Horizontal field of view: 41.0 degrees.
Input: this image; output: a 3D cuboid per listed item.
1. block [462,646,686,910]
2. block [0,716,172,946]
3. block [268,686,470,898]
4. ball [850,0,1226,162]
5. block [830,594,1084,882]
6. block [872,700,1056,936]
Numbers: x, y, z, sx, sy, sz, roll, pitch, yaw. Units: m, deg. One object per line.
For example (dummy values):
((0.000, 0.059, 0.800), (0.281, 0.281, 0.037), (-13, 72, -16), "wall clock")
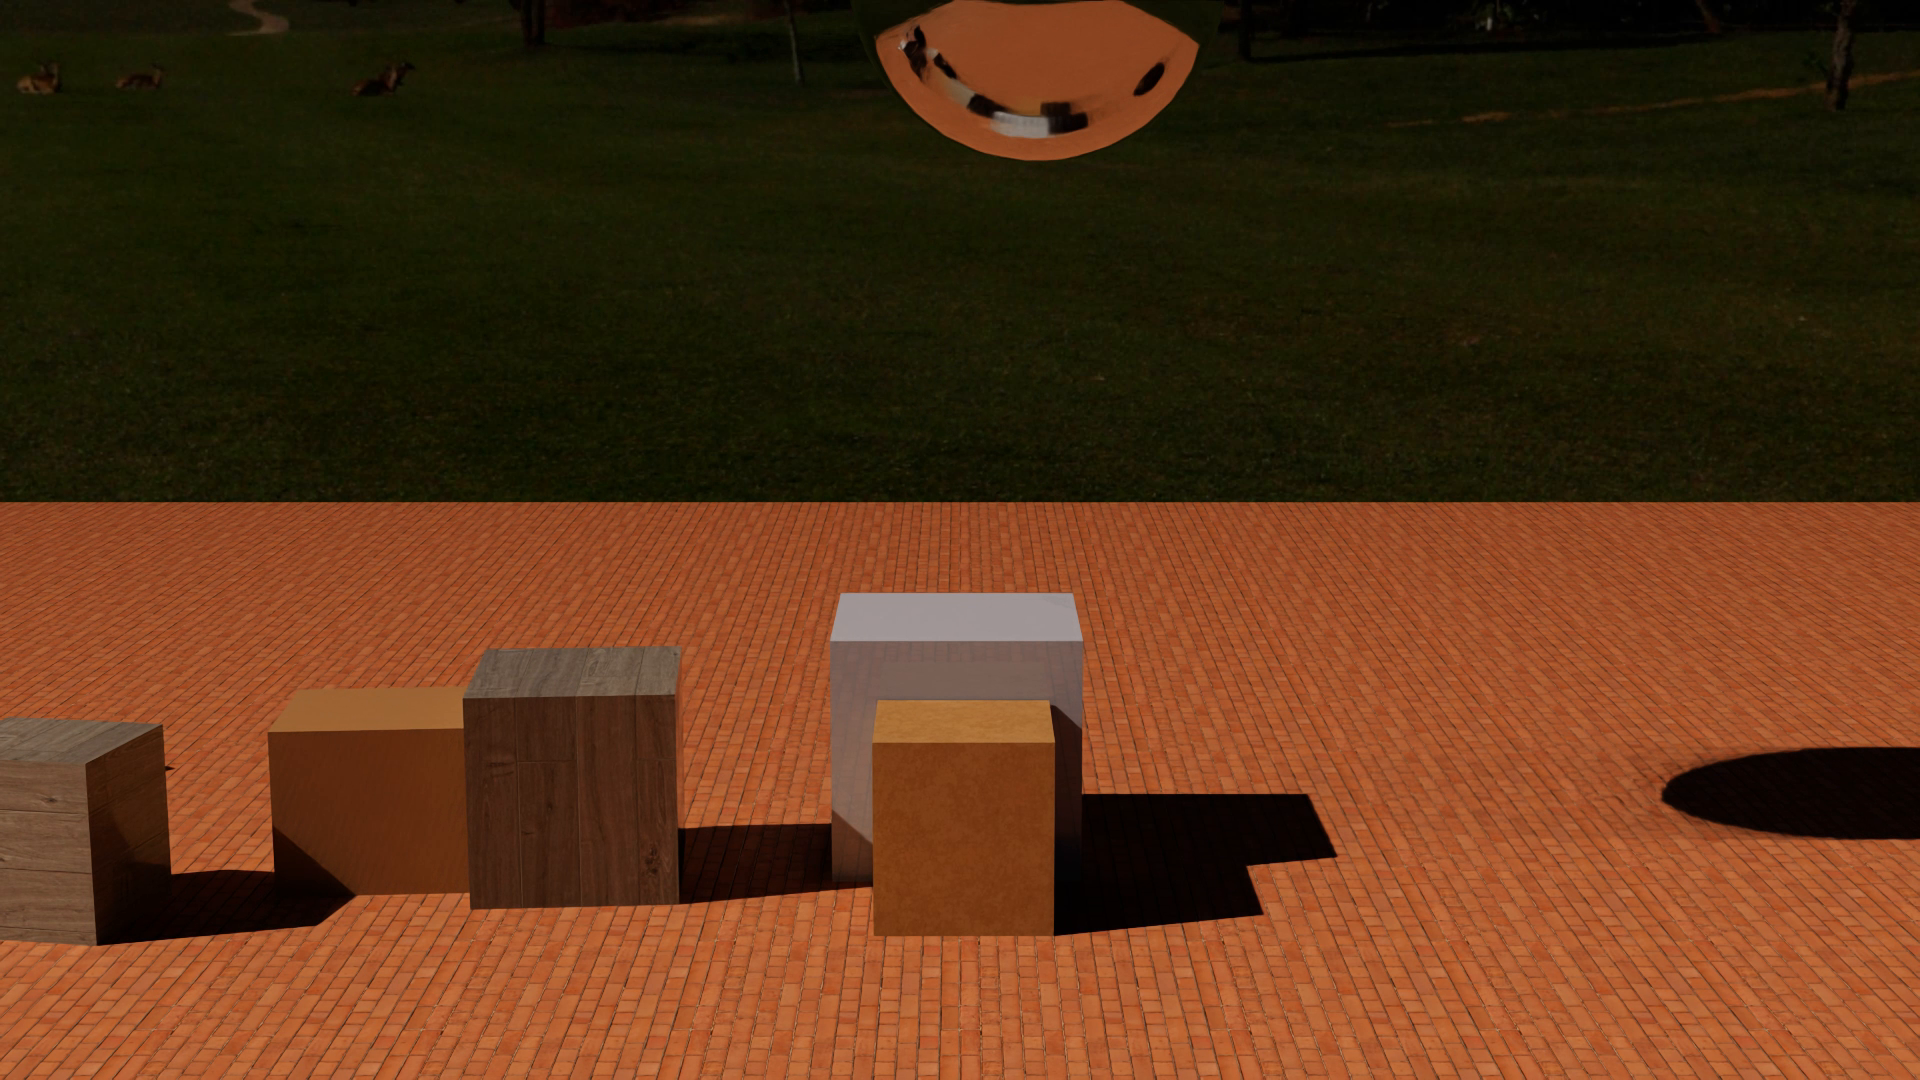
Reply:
((-1.679, 1.029, 11.324), (0.885, 0.924, 0.935), (-1, 10, -4), "block")
((-3.815, 1.209, 10.771), (0.716, 0.767, 0.655), (2, 10, 10), "block")
((-2.561, 1.107, 11.419), (0.848, 0.736, 0.771), (-1, 10, -4), "block")
((0.325, -2.389, 10.746), (1.600, 1.600, 1.600), (0, 10, 0), "ball")
((-0.015, 0.878, 11.707), (1.096, 1.085, 1.041), (0, 10, 0), "block")
((0.015, 1.165, 10.858), (0.743, 0.824, 0.714), (0, 10, 0), "block")
